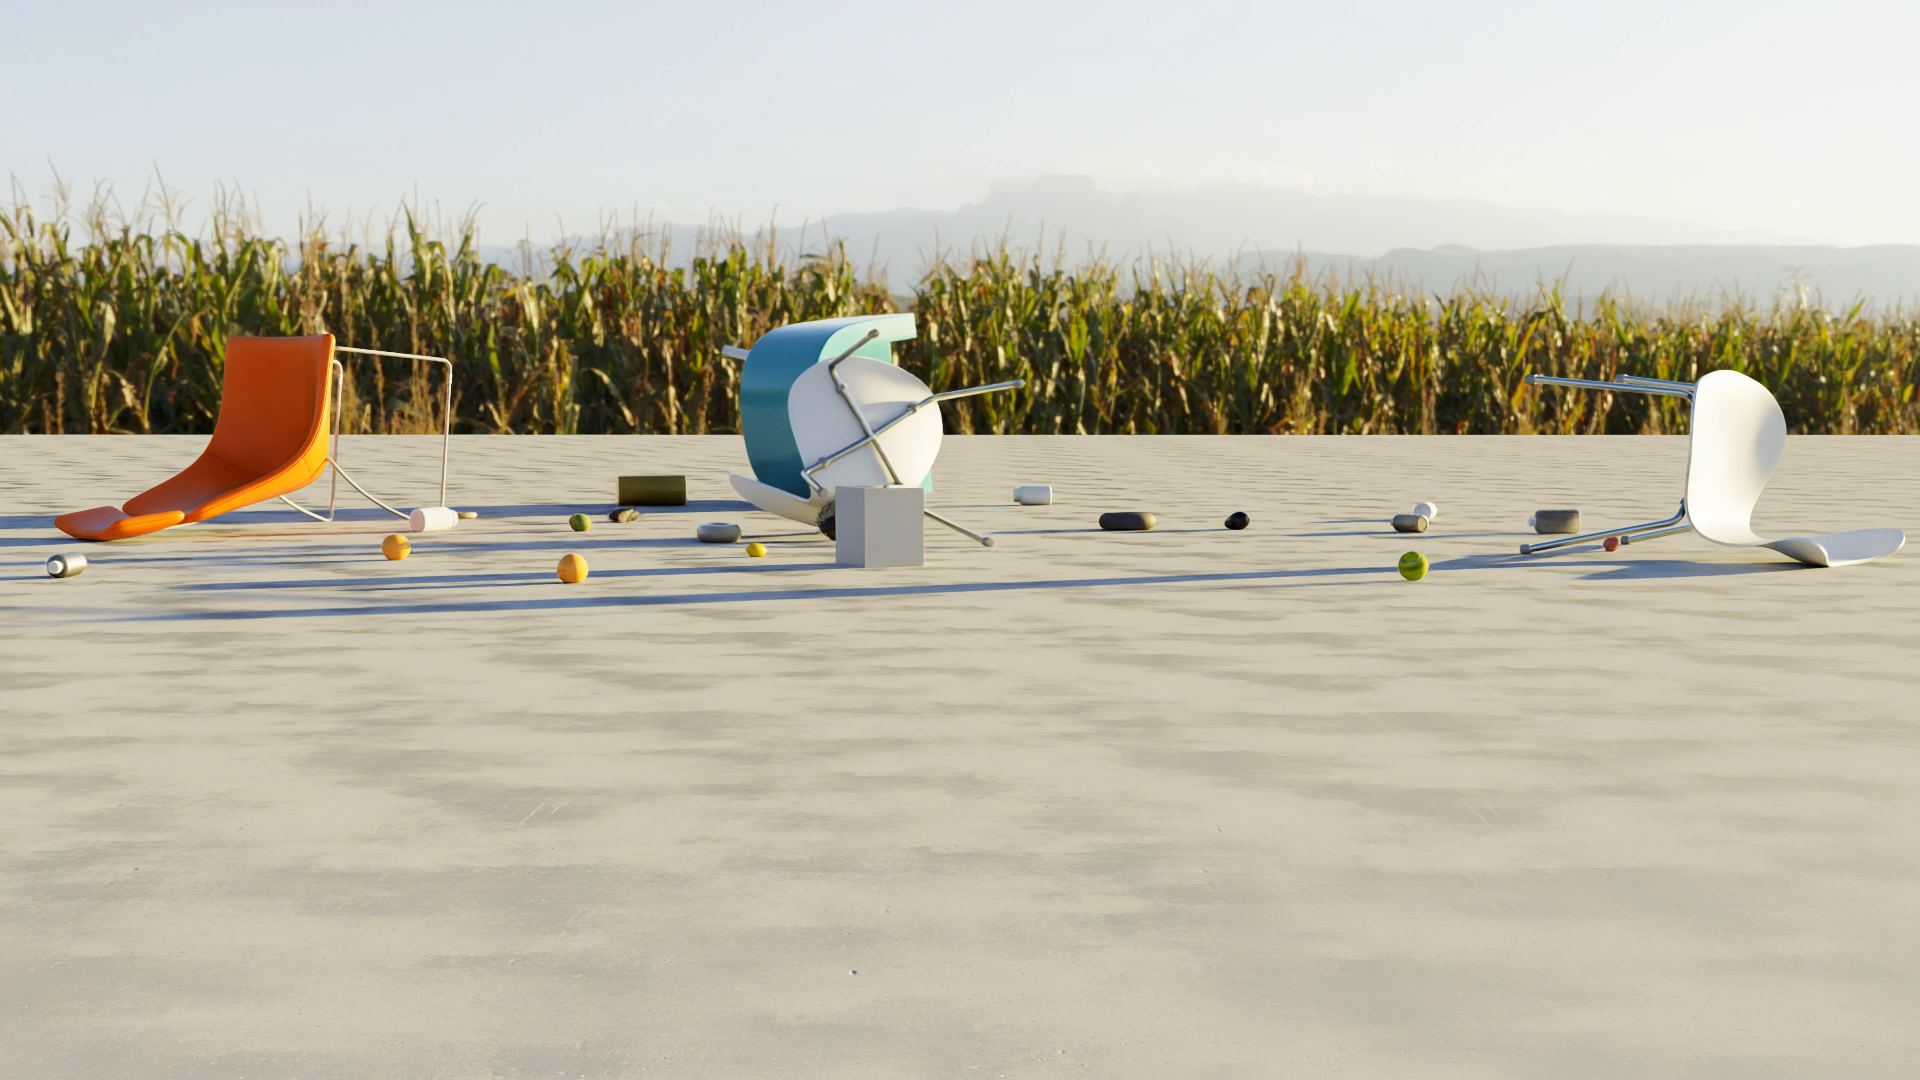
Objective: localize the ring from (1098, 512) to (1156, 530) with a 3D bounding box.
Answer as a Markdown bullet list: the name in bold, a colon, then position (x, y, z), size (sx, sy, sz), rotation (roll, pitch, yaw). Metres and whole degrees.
- **ring**: position (0.536, -0.061, 7.039), size (0.184, 0.055, 0.155), rotation (-1, 3, -1)

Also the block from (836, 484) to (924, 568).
- **block**: position (-0.206, -0.037, 5.627), size (0.165, 0.199, 0.180), rotation (-2, 4, -27)

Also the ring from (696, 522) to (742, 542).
- **ring**: position (-0.713, -0.022, 6.501), size (0.131, 0.052, 0.226), rotation (0, 4, -11)

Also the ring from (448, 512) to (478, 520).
- **ring**: position (-1.726, -0.085, 7.621), size (0.106, 0.022, 0.060), rotation (-3, 6, -33)

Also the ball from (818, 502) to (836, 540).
- **ball**: position (-0.366, -0.057, 6.532), size (0.116, 0.116, 0.116), rotation (0, 4, 0)

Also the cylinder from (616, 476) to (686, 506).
- **cylinder**: position (-1.188, -0.189, 8.456), size (0.256, 0.116, 0.113), rotation (0, -1, -14)

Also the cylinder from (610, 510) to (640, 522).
- **cylinder**: position (-1.134, -0.082, 7.426), size (0.081, 0.042, 0.066), rotation (-10, 9, -35)
